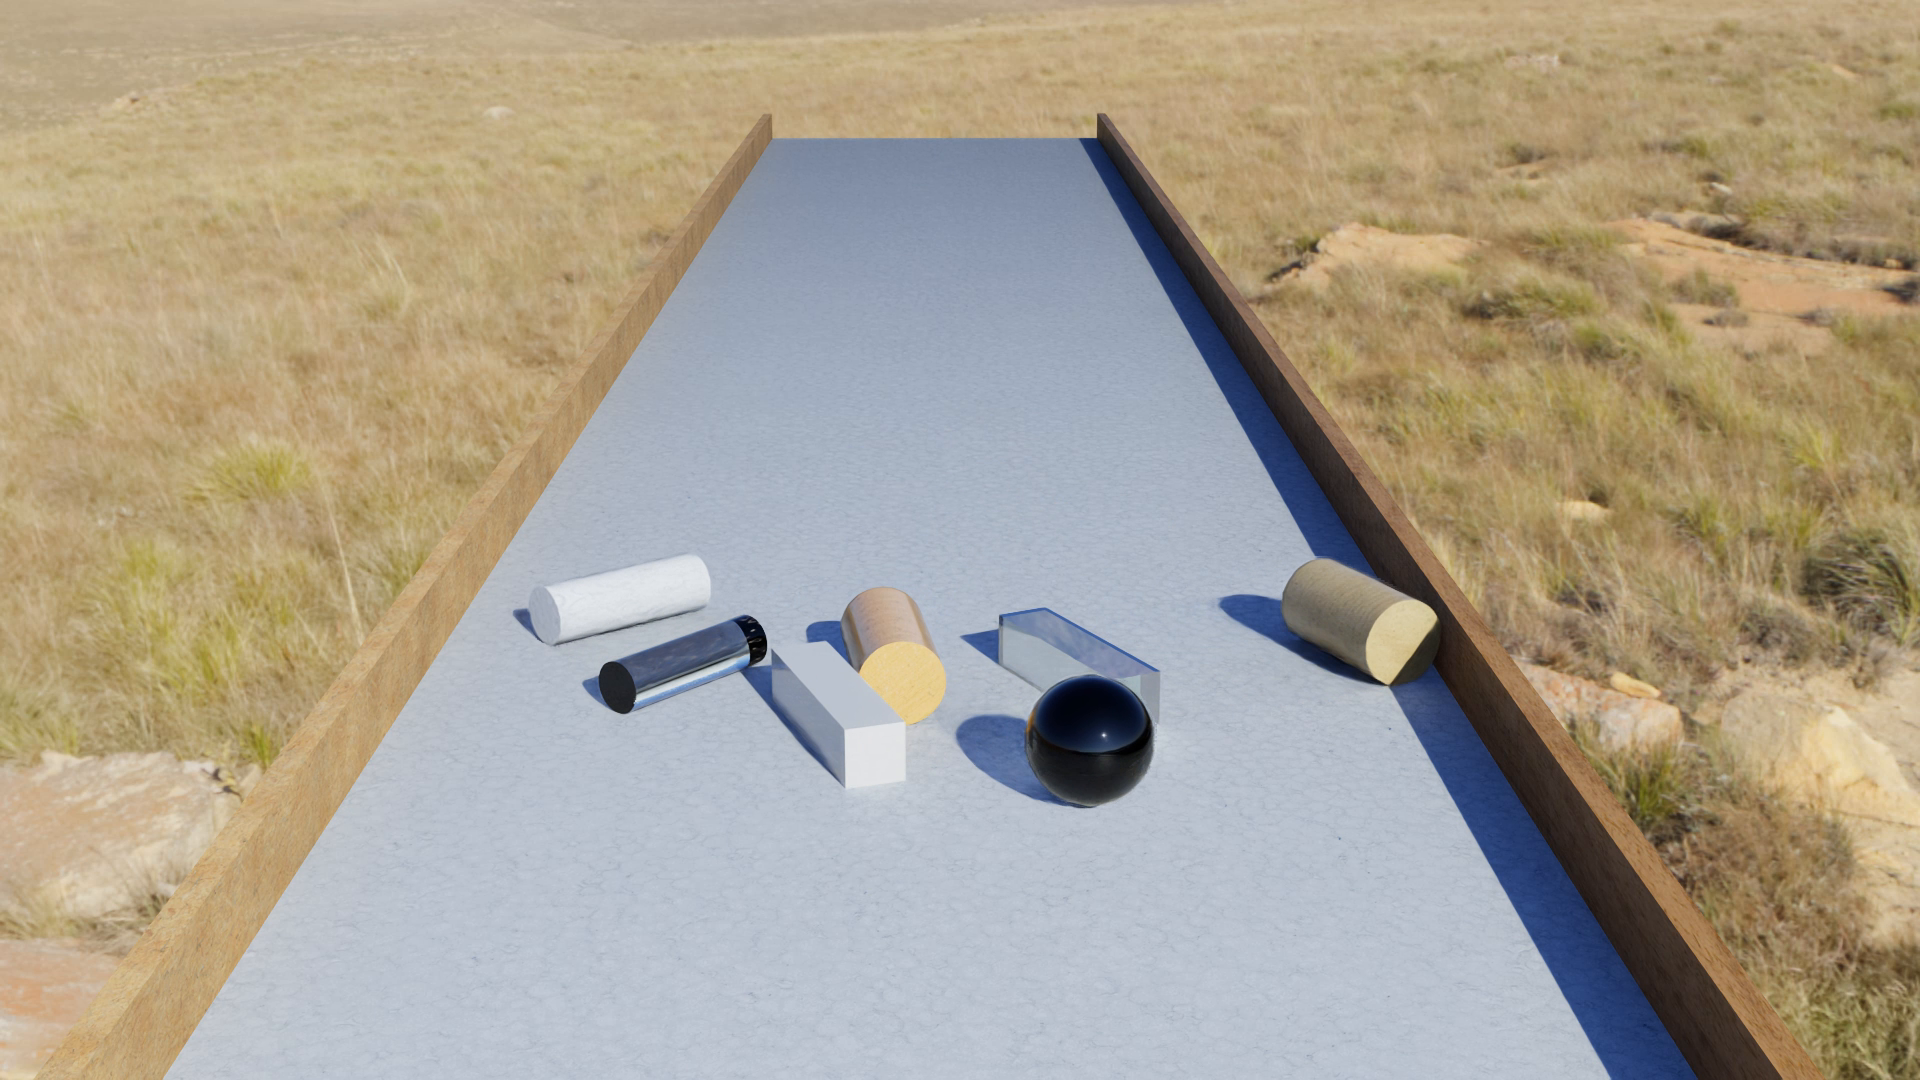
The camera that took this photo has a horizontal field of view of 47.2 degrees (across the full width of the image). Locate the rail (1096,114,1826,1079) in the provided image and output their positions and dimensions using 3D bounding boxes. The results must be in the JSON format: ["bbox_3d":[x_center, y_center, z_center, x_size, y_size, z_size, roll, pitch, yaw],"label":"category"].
[{"bbox_3d":[0.932,-0.844,7.801,0.050,0.150,12.000,0,17,-1],"label":"rail"}]

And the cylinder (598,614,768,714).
[{"bbox_3d":[-0.531,0.237,4.250,0.102,0.102,0.353,13,21,37],"label":"cylinder"}]

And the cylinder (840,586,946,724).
[{"bbox_3d":[-0.131,0.218,4.205,0.165,0.165,0.332,-2,17,-8],"label":"cylinder"}]

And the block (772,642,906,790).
[{"bbox_3d":[-0.226,0.311,3.990,0.109,0.109,0.452,-6,18,-20],"label":"block"}]

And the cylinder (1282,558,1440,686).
[{"bbox_3d":[0.795,0.160,4.384,0.174,0.174,0.302,-7,18,-23],"label":"cylinder"}]

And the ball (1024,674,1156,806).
[{"bbox_3d":[0.219,0.337,3.706,0.220,0.220,0.220,0,17,0],"label":"ball"}]

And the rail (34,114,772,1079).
[{"bbox_3d":[-1.118,-0.838,7.780,0.050,0.150,12.000,0,17,-1],"label":"rail"}]

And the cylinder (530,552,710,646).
[{"bbox_3d":[-0.708,0.121,4.601,0.365,0.124,0.124,-14,21,-38],"label":"cylinder"}]

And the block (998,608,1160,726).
[{"bbox_3d":[0.223,0.245,4.216,0.106,0.106,0.424,-9,19,-27],"label":"block"}]
